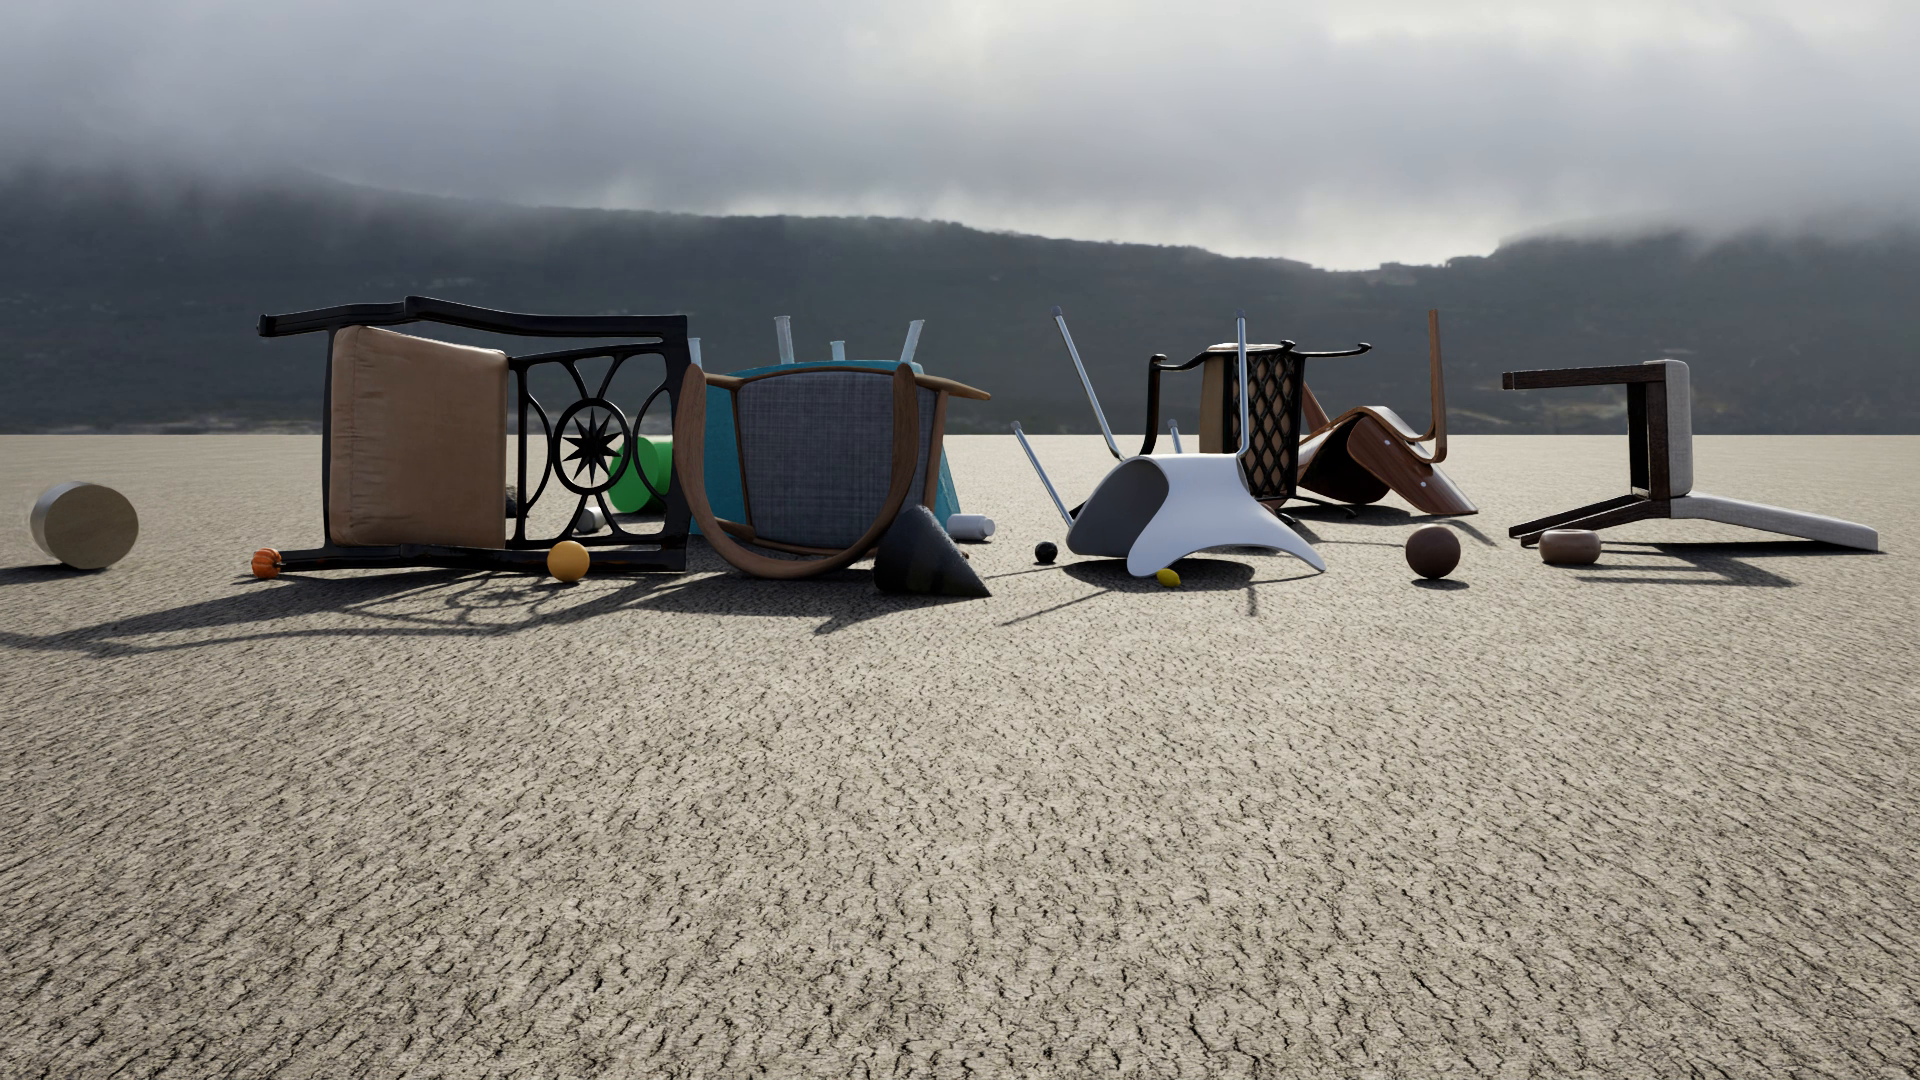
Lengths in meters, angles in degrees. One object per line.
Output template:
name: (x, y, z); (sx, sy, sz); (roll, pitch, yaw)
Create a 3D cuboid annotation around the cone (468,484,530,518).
cone: (-1.571, -0.111, 7.744); (0.249, 0.118, 0.221); (-2, 19, -42)

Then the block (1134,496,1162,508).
block: (0.707, -0.142, 8.299); (0.079, 0.043, 0.083); (-1, 4, -18)

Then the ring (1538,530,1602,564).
ring: (1.581, 0.018, 5.701); (0.140, 0.082, 0.199); (-3, 4, -15)

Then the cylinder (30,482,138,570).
cylinder: (-2.221, -0.039, 5.573); (0.222, 0.210, 0.240); (-11, 9, -29)

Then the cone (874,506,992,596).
cone: (-0.026, 0.071, 4.811); (0.249, 0.206, 0.213); (28, 41, 27)

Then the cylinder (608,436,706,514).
cylinder: (-1.104, -0.239, 8.005); (0.222, 0.243, 0.318); (-4, -35, -48)

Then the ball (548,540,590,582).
ball: (-0.909, 0.050, 5.107); (0.097, 0.097, 0.097); (0, 4, 0)
